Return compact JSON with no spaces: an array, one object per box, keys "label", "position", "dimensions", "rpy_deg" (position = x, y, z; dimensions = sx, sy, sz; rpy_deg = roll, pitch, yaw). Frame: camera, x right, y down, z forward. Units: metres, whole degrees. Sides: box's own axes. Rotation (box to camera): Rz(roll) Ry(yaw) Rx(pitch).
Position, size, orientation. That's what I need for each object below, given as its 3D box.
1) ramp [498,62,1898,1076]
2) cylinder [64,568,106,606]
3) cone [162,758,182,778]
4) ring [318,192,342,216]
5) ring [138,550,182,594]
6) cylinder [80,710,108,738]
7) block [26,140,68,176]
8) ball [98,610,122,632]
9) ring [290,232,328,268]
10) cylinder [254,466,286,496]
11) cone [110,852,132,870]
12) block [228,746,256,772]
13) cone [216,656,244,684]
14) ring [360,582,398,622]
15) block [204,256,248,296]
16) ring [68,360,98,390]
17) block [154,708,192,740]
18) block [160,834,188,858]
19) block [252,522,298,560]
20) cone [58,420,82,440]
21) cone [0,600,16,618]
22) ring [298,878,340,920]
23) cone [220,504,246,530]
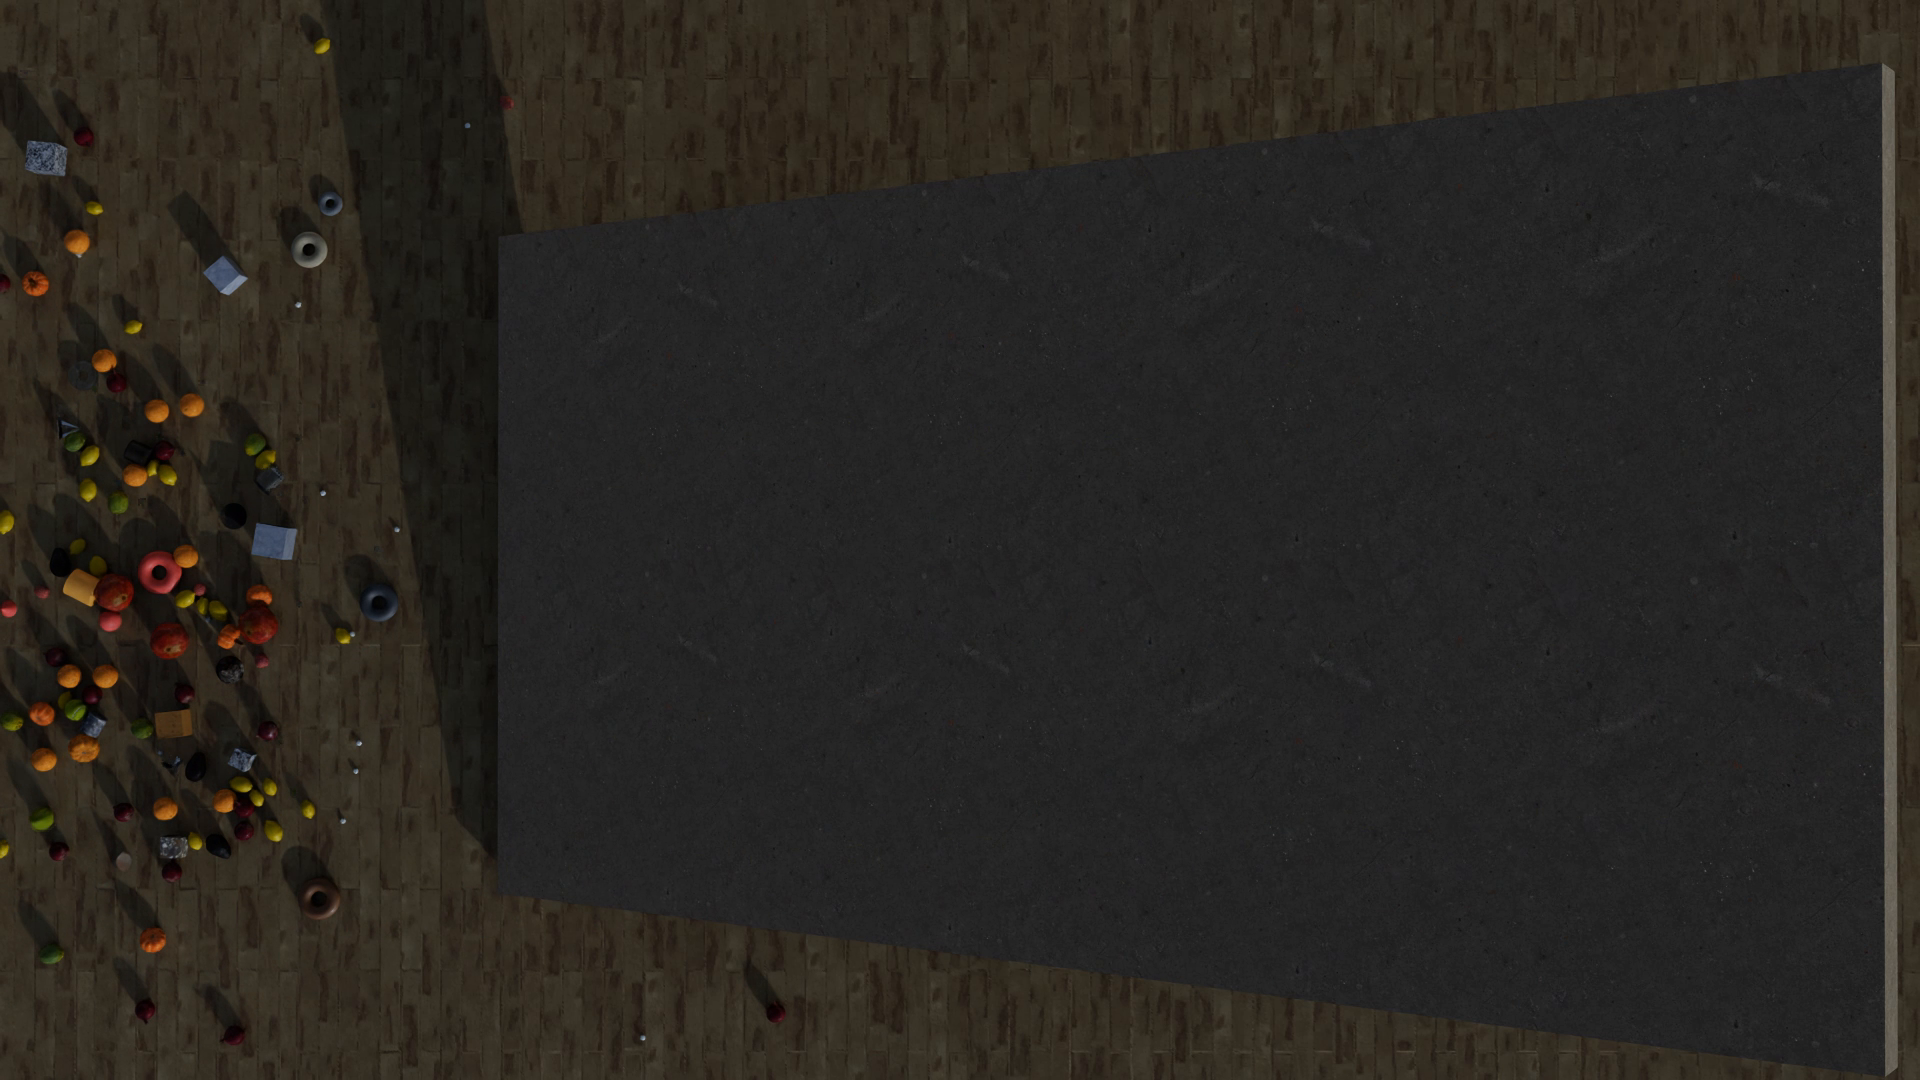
[{"label":"ramp","position":[0.237,0.066,5.558],"dimensions":[4.000,0.100,2.000],"rpy_deg":[0,89,36]},{"label":"cylinder","position":[-2.682,0.145,6.735],"dimensions":[0.087,0.087,0.087],"rpy_deg":[27,90,0]},{"label":"cone","position":[-2.418,0.709,6.762],"dimensions":[0.055,0.055,0.055],"rpy_deg":[-2,116,0]},{"label":"ring","position":[-1.939,-1.037,6.774],"dimensions":[0.077,0.026,0.077],"rpy_deg":[0,89,1]},{"label":"ring","position":[-2.459,0.100,6.757],"dimensions":[0.135,0.045,0.135],"rpy_deg":[0,91,0]},{"label":"cylinder","position":[-2.658,0.565,6.745],"dimensions":[0.061,0.061,0.061],"rpy_deg":[32,90,0]},{"label":"block","position":[-2.802,-1.170,6.745],"dimensions":[0.087,0.087,0.087],"rpy_deg":[5,90,0]},{"label":"ball","position":[-2.605,0.247,6.744],"dimensions":[0.067,0.067,0.067],"rpy_deg":[0,90,0]},{"label":"ring","position":[-2.003,-0.894,6.768],"dimensions":[0.112,0.037,0.112],"rpy_deg":[0,89,-1]},{"label":"cylinder","position":[-2.118,-0.184,6.748],"dimensions":[0.066,0.066,0.066],"rpy_deg":[-42,90,0]},{"label":"cone","position":[-2.591,0.988,6.759],"dimensions":[0.057,0.057,0.057],"rpy_deg":[-2,90,27]},{"label":"block","position":[-2.201,0.672,6.747],"dimensions":[0.055,0.055,0.055],"rpy_deg":[26,90,0]},{"label":"cone","position":[-2.250,0.400,6.733],"dimensions":[0.086,0.086,0.086],"rpy_deg":[0,90,0]},{"label":"ring","position":[-1.785,0.192,6.758],"dimensions":[0.120,0.040,0.120],"rpy_deg":[0,90,-1]},{"label":"block","position":[-2.252,-0.812,6.745],"dimensions":[0.080,0.080,0.080],"rpy_deg":[-41,90,0]},{"label":"ring","position":[-2.697,-0.505,6.768],"dimensions":[0.092,0.031,0.092],"rpy_deg":[0,90,-1]},{"label":"block","position":[-2.408,0.563,6.735],"dimensions":[0.080,0.080,0.080],"rpy_deg":[-6,90,0]},{"label":"block","position":[-2.409,0.940,6.741],"dimensions":[0.063,0.063,0.063],"rpy_deg":[3,90,0]},{"label":"block","position":[-2.099,0.004,6.731],"dimensions":[0.096,0.096,0.096],"rpy_deg":[10,90,0]},{"label":"cone","position":[-2.739,-0.341,6.767],"dimensions":[0.067,0.067,0.067],"rpy_deg":[-3,90,-27]},{"label":"cone","position":[-2.932,0.212,6.752],"dimensions":[0.052,0.052,0.052],"rpy_deg":[0,90,0]},{"label":"ring","position":[-1.967,1.100,6.750],"dimensions":[0.131,0.044,0.131],"rpy_deg":[0,88,1]},{"label":"cone","position":[-2.239,-0.074,6.739],"dimensions":[0.081,0.081,0.081],"rpy_deg":[0,90,0]}]
